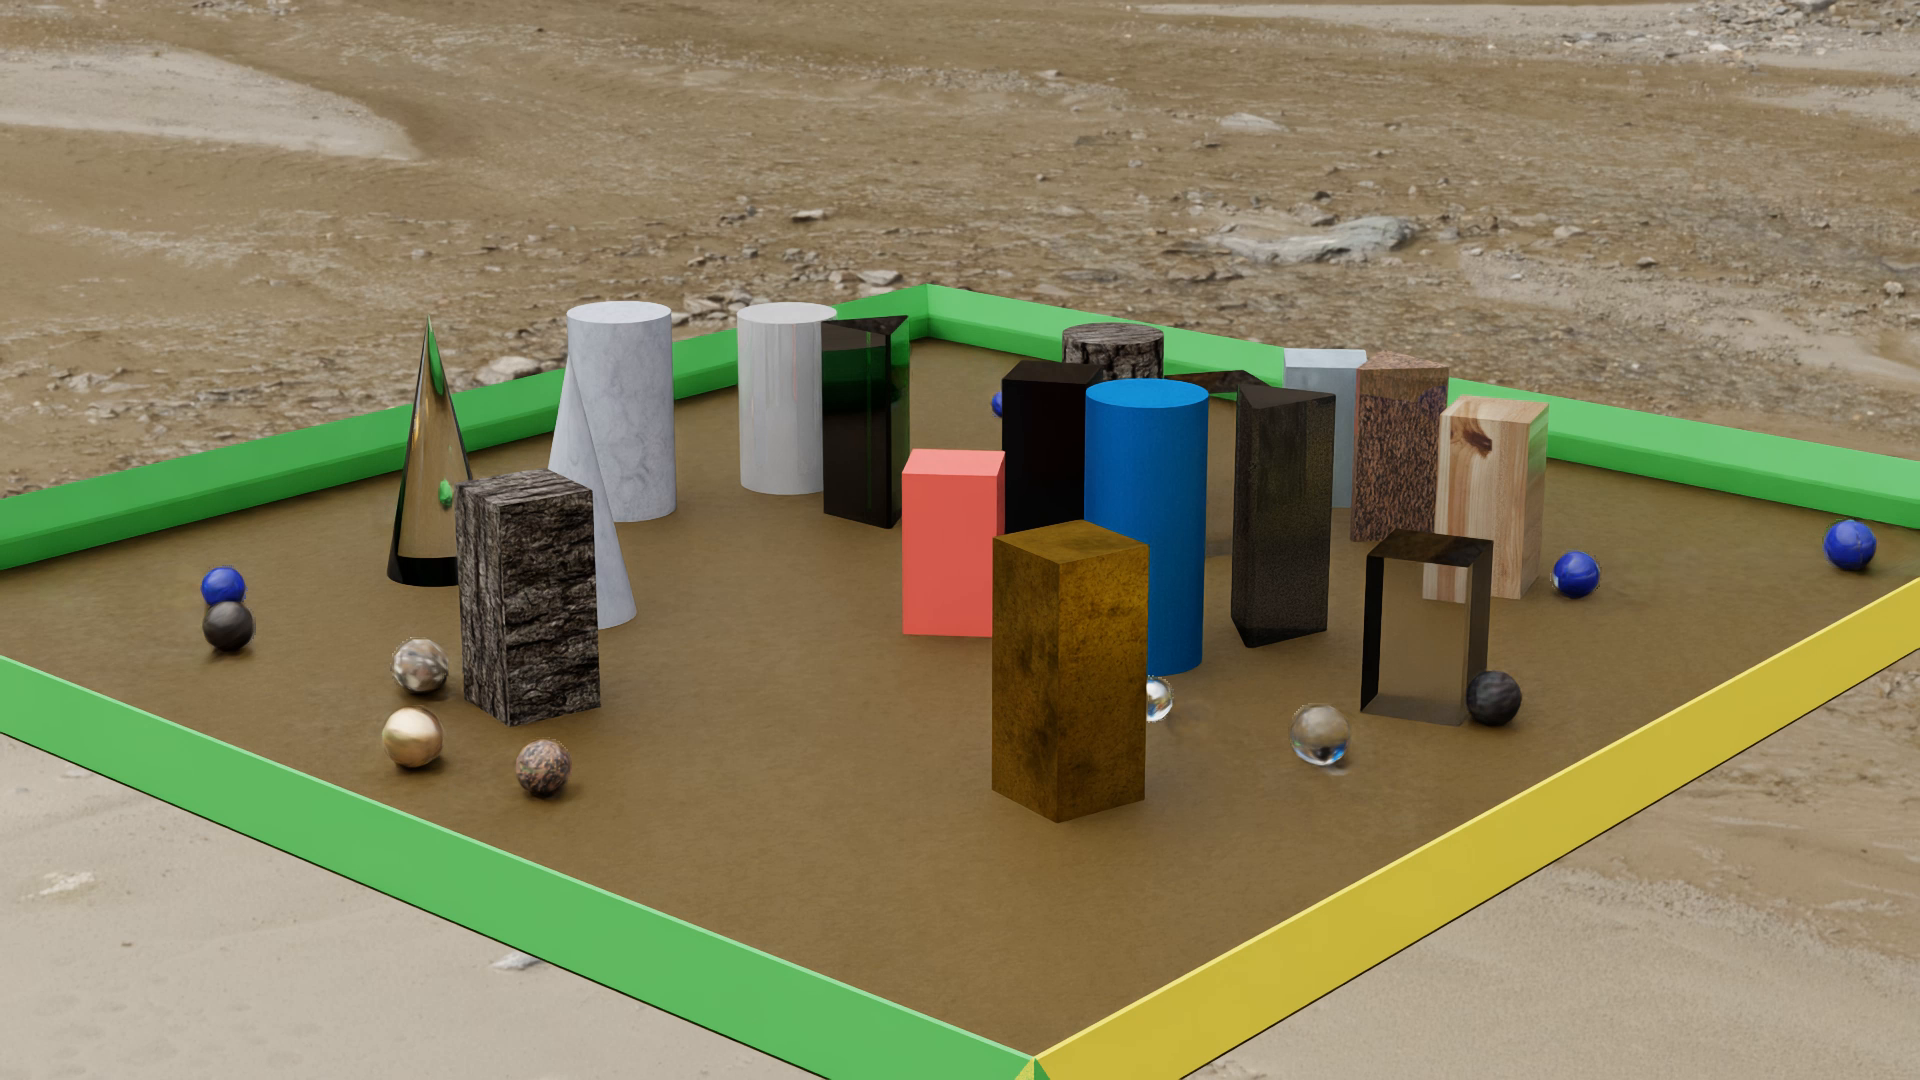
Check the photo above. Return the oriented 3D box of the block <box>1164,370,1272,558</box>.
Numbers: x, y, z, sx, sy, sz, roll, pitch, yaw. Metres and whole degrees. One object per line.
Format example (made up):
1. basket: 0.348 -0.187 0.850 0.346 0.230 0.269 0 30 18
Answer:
1. block: 0.473 -0.141 5.390 0.157 0.306 0.157 -5 17 -16

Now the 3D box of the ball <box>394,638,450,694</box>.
1. ball: -0.852 0.200 4.636 0.087 0.087 0.087 0 17 0

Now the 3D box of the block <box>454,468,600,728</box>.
1. block: -0.671 0.087 4.552 0.157 0.353 0.157 -11 20 -33

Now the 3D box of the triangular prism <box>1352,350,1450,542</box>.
1. triangular prism: 0.803 -0.179 5.476 0.170 0.328 0.148 -2 17 -6

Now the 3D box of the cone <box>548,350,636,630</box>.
1. cone: -0.654 -0.095 4.967 0.197 0.462 0.197 0 17 0

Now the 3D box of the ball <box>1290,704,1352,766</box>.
1. ball: 0.533 0.288 4.340 0.090 0.090 0.090 0 17 0

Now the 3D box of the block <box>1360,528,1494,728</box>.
1. block: 0.726 0.135 4.561 0.157 0.256 0.157 7 18 23

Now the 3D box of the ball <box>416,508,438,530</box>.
1. ball: -1.001 -0.039 5.507 0.043 0.043 0.043 0 17 0

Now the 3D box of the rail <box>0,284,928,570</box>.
1. rail: -1.035 -0.227 5.981 0.045 0.128 2.971 14 22 39

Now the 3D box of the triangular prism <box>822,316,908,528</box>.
1. triangular prism: -0.148 -0.232 5.573 0.170 0.374 0.148 14 22 39

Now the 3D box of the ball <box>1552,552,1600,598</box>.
1. ball: 1.075 0.060 5.113 0.081 0.081 0.081 0 17 0

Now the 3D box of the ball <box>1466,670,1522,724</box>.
1. ball: 0.820 0.242 4.503 0.084 0.084 0.084 0 17 0

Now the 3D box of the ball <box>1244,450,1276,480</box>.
1. ball: 0.597 -0.150 5.841 0.061 0.061 0.061 0 17 0

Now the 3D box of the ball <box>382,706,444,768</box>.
1. ball: -0.807 0.291 4.331 0.090 0.090 0.090 0 17 0

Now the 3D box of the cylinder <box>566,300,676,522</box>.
1. cylinder: -0.645 -0.247 5.602 0.197 0.386 0.197 0 17 0

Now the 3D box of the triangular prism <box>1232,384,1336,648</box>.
1. triangular prism: 0.508 -0.048 4.903 0.170 0.409 0.148 -11 20 -32

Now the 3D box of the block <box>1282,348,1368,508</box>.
1. block: 0.706 -0.218 5.697 0.157 0.276 0.157 1 17 4

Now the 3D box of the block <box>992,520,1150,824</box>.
1. block: 0.156 0.184 4.177 0.157 0.382 0.157 -11 20 -33

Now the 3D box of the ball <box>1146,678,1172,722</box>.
1. ball: 0.295 0.246 4.520 0.066 0.066 0.066 0 17 0

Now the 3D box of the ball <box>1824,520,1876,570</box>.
1. ball: 1.599 0.009 5.265 0.091 0.091 0.091 0 17 0

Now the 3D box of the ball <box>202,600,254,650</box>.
1. ball: -1.207 0.142 4.837 0.083 0.083 0.083 0 17 0

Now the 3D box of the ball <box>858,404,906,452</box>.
1. ball: -0.162 -0.232 6.052 0.097 0.097 0.097 0 17 0

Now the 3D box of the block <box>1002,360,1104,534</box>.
1. block: 0.173 -0.168 5.485 0.157 0.301 0.157 4 17 14

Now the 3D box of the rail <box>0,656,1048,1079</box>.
1. rail: -0.958 0.351 4.063 2.790 0.128 0.045 14 22 39

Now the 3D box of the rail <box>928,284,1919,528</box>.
1. rail: 0.958 -0.286 6.177 2.790 0.128 0.045 14 22 39

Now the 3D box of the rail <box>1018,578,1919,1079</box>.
1. rail: 1.035 0.291 4.259 0.045 0.128 2.971 14 22 39

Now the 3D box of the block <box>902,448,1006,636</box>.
1. block: -0.010 0.004 4.954 0.157 0.280 0.157 2 17 6

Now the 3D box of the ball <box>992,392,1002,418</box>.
1. ball: 0.097 -0.292 6.317 0.059 0.059 0.059 0 17 0

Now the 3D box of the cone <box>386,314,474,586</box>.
1. cone: -0.931 -0.173 5.202 0.197 0.475 0.197 0 17 0

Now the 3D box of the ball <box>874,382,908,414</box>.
1. ball: -0.148 -0.307 6.344 0.072 0.072 0.072 0 17 0

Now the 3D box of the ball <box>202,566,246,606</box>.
1. ball: -1.268 0.083 5.047 0.074 0.074 0.074 0 17 0

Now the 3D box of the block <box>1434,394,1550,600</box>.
1. block: 0.933 -0.077 5.160 0.157 0.316 0.157 7 18 22

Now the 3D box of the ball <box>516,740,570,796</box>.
1. ball: -0.601 0.328 4.226 0.080 0.080 0.080 0 17 0

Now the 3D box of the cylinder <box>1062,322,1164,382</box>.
1. cylinder: 0.296 -0.246 5.714 0.197 0.320 0.197 0 17 0

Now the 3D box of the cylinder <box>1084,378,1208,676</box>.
1. cylinder: 0.299 -0.022 4.750 0.197 0.446 0.197 0 17 0

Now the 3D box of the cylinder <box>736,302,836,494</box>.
1. cylinder: -0.339 -0.281 5.790 0.197 0.343 0.197 0 17 0
